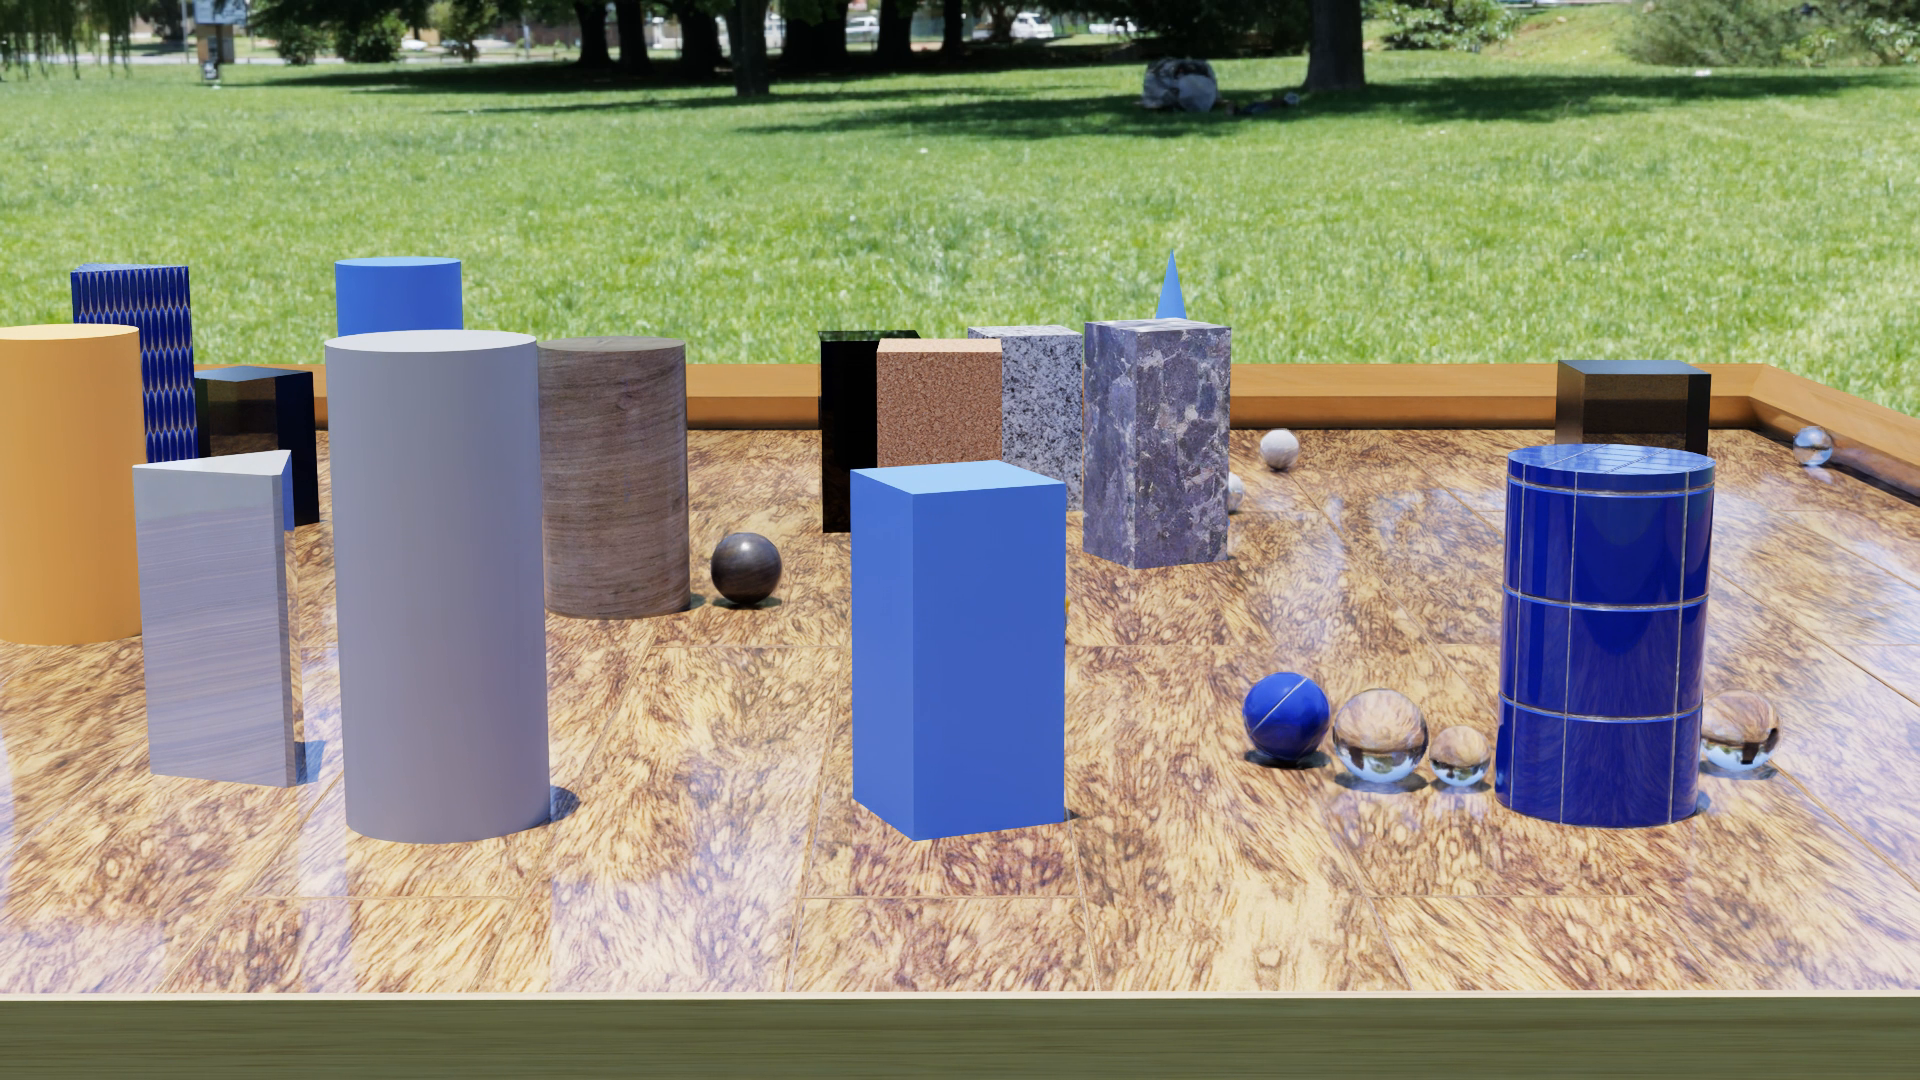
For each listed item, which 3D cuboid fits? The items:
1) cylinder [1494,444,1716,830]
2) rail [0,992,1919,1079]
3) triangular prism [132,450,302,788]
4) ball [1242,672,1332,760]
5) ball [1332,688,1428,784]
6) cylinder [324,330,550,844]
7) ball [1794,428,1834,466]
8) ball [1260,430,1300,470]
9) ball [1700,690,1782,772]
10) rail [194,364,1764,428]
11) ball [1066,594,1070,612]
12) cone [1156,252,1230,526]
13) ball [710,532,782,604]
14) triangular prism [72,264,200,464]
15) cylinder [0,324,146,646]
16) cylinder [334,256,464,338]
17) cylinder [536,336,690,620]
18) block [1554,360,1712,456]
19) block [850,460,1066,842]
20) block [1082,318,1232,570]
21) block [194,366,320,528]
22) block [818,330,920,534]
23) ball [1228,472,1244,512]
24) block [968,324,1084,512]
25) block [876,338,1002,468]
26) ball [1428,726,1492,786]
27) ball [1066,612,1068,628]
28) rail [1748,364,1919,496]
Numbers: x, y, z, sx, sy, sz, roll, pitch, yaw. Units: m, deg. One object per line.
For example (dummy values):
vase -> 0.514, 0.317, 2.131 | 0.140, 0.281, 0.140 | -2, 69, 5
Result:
cylinder -> 0.637, 0.091, 2.543 | 0.198, 0.347, 0.198 | 0, 10, 0
rail -> 0.010, 0.355, 1.707 | 3.293, 0.129, 0.045 | 0, 10, 0
triangular prism -> -0.740, 0.076, 2.689 | 0.172, 0.323, 0.149 | 4, 11, 19
ball -> 0.347, 0.187, 2.721 | 0.094, 0.094, 0.094 | 0, 10, 0
ball -> 0.432, 0.201, 2.634 | 0.097, 0.097, 0.097 | 0, 10, 0
cylinder -> -0.504, 0.040, 2.486 | 0.198, 0.468, 0.198 | 0, 10, 0
ball -> 1.570, -0.171, 4.721 | 0.069, 0.069, 0.069 | 0, 10, 0
ball -> 0.582, -0.164, 4.673 | 0.073, 0.073, 0.073 | 0, 10, 0
ball -> 0.812, 0.199, 2.679 | 0.086, 0.086, 0.086 | 0, 10, 0
rail -> -0.010, -0.289, 5.190 | 3.293, 0.129, 0.045 | 0, 10, 0
ball -> 0.118, 0.085, 3.383 | 0.054, 0.054, 0.054 | 0, 10, 0
cone -> 0.335, -0.245, 4.094 | 0.198, 0.443, 0.198 | 0, 10, 0
ball -> -0.293, 0.038, 3.510 | 0.099, 0.099, 0.099 | 0, 10, 0
triangular prism -> -1.220, -0.175, 3.720 | 0.172, 0.442, 0.149 | -9, 14, -41
cylinder -> -1.156, -0.076, 3.324 | 0.198, 0.390, 0.198 | 0, 10, 0
cylinder -> -0.903, -0.243, 4.159 | 0.198, 0.416, 0.198 | 0, 10, 0
cylinder -> -0.468, -0.087, 3.474 | 0.198, 0.359, 0.198 | 0, 10, 0
block -> 0.869, -0.055, 3.344 | 0.159, 0.343, 0.159 | 0, 10, 1
block -> -0.003, 0.103, 2.511 | 0.159, 0.335, 0.159 | -5, 11, -23
block -> 0.292, -0.147, 3.825 | 0.159, 0.348, 0.159 | -5, 12, -25
block -> -1.144, -0.145, 4.100 | 0.159, 0.244, 0.159 | 7, 12, 32
block -> -0.145, -0.176, 4.103 | 0.159, 0.303, 0.159 | -1, 11, -5
ball -> 0.433, -0.080, 4.229 | 0.069, 0.069, 0.069 | 0, 10, 0
block -> 0.107, -0.203, 4.278 | 0.159, 0.293, 0.159 | -2, 11, -12
block -> -0.026, -0.071, 3.360 | 0.159, 0.369, 0.159 | 0, 10, 0
ball -> 0.511, 0.221, 2.623 | 0.063, 0.063, 0.063 | 0, 10, 0
ball -> 0.110, 0.102, 3.280 | 0.057, 0.057, 0.057 | 0, 10, 0
rail -> 1.623, 0.031, 3.458 | 0.045, 0.129, 3.589 | 0, 10, 0
